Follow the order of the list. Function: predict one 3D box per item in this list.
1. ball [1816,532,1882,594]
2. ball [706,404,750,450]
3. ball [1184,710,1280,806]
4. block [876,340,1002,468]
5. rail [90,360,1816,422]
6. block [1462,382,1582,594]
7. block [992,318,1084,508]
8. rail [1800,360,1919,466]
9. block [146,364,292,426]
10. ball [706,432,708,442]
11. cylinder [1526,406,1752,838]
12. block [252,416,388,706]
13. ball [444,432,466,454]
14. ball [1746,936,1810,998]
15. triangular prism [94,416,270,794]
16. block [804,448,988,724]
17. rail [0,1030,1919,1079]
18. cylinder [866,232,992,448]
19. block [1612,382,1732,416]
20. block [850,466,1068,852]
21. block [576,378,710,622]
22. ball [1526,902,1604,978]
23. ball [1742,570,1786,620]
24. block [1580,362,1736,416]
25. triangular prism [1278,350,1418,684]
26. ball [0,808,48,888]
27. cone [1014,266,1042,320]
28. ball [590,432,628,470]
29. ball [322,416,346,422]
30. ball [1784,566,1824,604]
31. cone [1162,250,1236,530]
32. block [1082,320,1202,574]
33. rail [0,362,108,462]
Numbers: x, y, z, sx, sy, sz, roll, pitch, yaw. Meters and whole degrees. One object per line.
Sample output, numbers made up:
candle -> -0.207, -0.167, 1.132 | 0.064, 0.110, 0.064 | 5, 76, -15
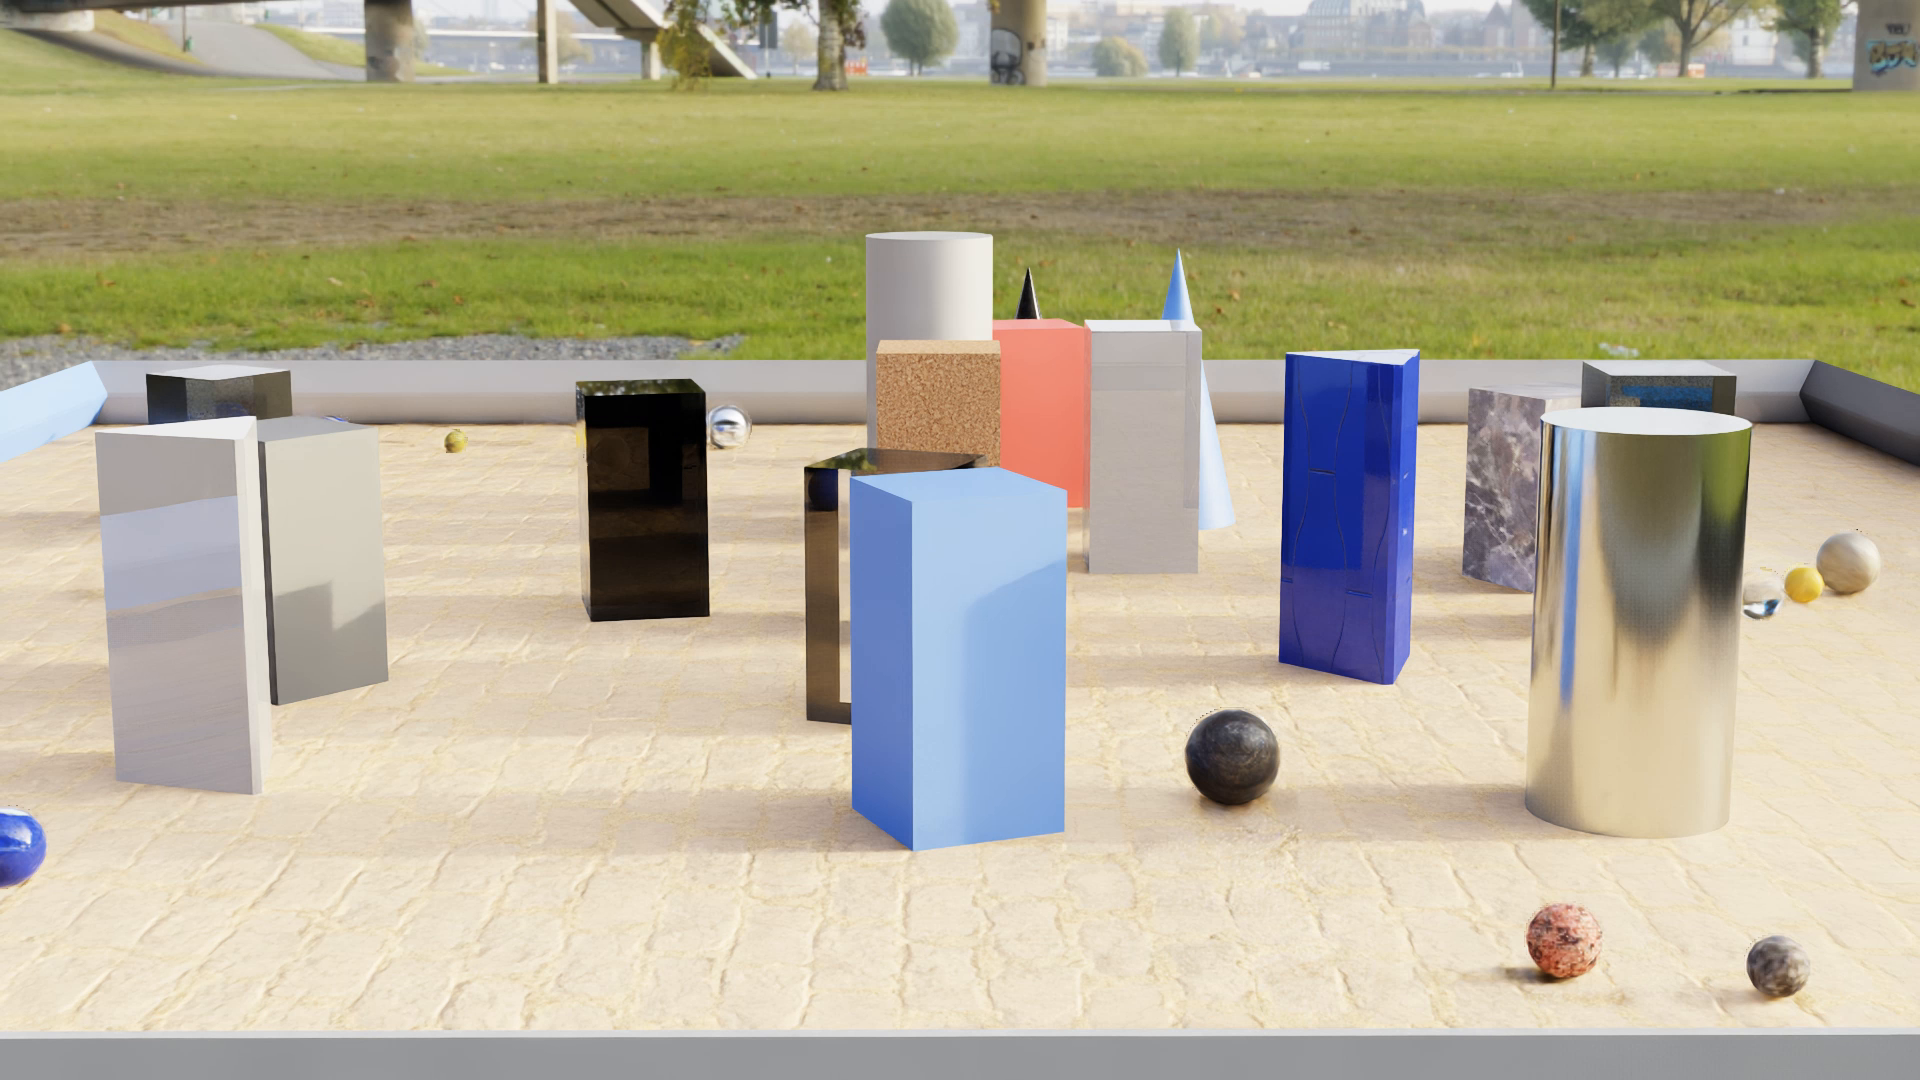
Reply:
ball -> 1.238, 0.032, 3.575 | 0.087, 0.087, 0.087 | 0, 10, 0
ball -> -0.445, -0.216, 4.910 | 0.086, 0.086, 0.086 | 0, 10, 0
ball -> 0.271, 0.216, 2.555 | 0.095, 0.095, 0.095 | 0, 10, 0
block -> -0.027, -0.070, 3.358 | 0.158, 0.366, 0.158 | 0, 10, 0
rail -> -0.011, -0.301, 5.254 | 3.543, 0.128, 0.045 | 0, 10, 0
block -> 0.834, -0.078, 3.656 | 0.158, 0.273, 0.158 | -6, 12, -29
block -> 0.111, -0.213, 4.308 | 0.158, 0.300, 0.158 | -2, 11, -12
rail -> 1.748, 0.031, 3.459 | 0.045, 0.128, 3.719 | 0, 10, 0
block -> -1.186, -0.149, 4.124 | 0.158, 0.243, 0.158 | 7, 12, 32
ball -> -0.515, -0.191, 4.755 | 0.094, 0.094, 0.094 | 0, 10, 0
cylinder -> 0.660, 0.076, 2.507 | 0.197, 0.389, 0.197 | 0, 10, 0
block -> -0.795, 0.020, 3.034 | 0.158, 0.307, 0.158 | 9, 14, 39
ball -> -0.959, -0.185, 4.869 | 0.041, 0.041, 0.041 | 0, 10, 0
ball -> 0.647, 0.337, 2.030 | 0.048, 0.048, 0.048 | 0, 10, 0
triangular prism -> -0.767, 0.061, 2.657 | 0.171, 0.363, 0.148 | 4, 11, 19
block -> -0.071, 0.053, 2.905 | 0.158, 0.289, 0.158 | 4, 11, 21
rail -> 0.011, 0.367, 1.644 | 3.543, 0.128, 0.045 | 0, 10, 0
cylinder -> -0.048, -0.243, 4.019 | 0.197, 0.465, 0.197 | 0, 10, 0
block -> 1.054, -0.100, 3.827 | 0.158, 0.253, 0.158 | 2, 11, 11
block -> -0.003, 0.110, 2.477 | 0.158, 0.333, 0.158 | -5, 11, -23
block -> -0.429, -0.057, 3.462 | 0.158, 0.302, 0.158 | -2, 11, -13
ball -> 0.489, 0.323, 2.072 | 0.060, 0.060, 0.060 | 0, 10, 0
ball -> 1.060, 0.073, 3.405 | 0.068, 0.068, 0.068 | 0, 10, 0
block -> 0.900, -0.054, 3.341 | 0.158, 0.341, 0.158 | 0, 10, 1
triangular prism -> 0.506, -0.036, 3.129 | 0.148, 0.383, 0.171 | -10, 14, -42
ball -> -0.856, 0.275, 2.301 | 0.071, 0.071, 0.071 | 0, 10, 0
cone -> 0.126, -0.325, 4.736 | 0.197, 0.365, 0.197 | 0, 10, 0
ball -> -0.638, -0.162, 4.668 | 0.070, 0.070, 0.070 | 0, 10, 0
ball -> -1.159, -0.184, 4.742 | 0.087, 0.087, 0.087 | 0, 10, 0
ball -> 1.155, 0.061, 3.512 | 0.052, 0.052, 0.052 | 0, 10, 0
cone -> 0.347, -0.249, 4.119 | 0.197, 0.441, 0.197 | 0, 10, 0
block -> 0.265, -0.139, 3.767 | 0.158, 0.353, 0.158 | 0, 10, -1
rail -> -1.748, 0.035, 3.439 | 0.045, 0.128, 3.719 | 0, 10, 0
